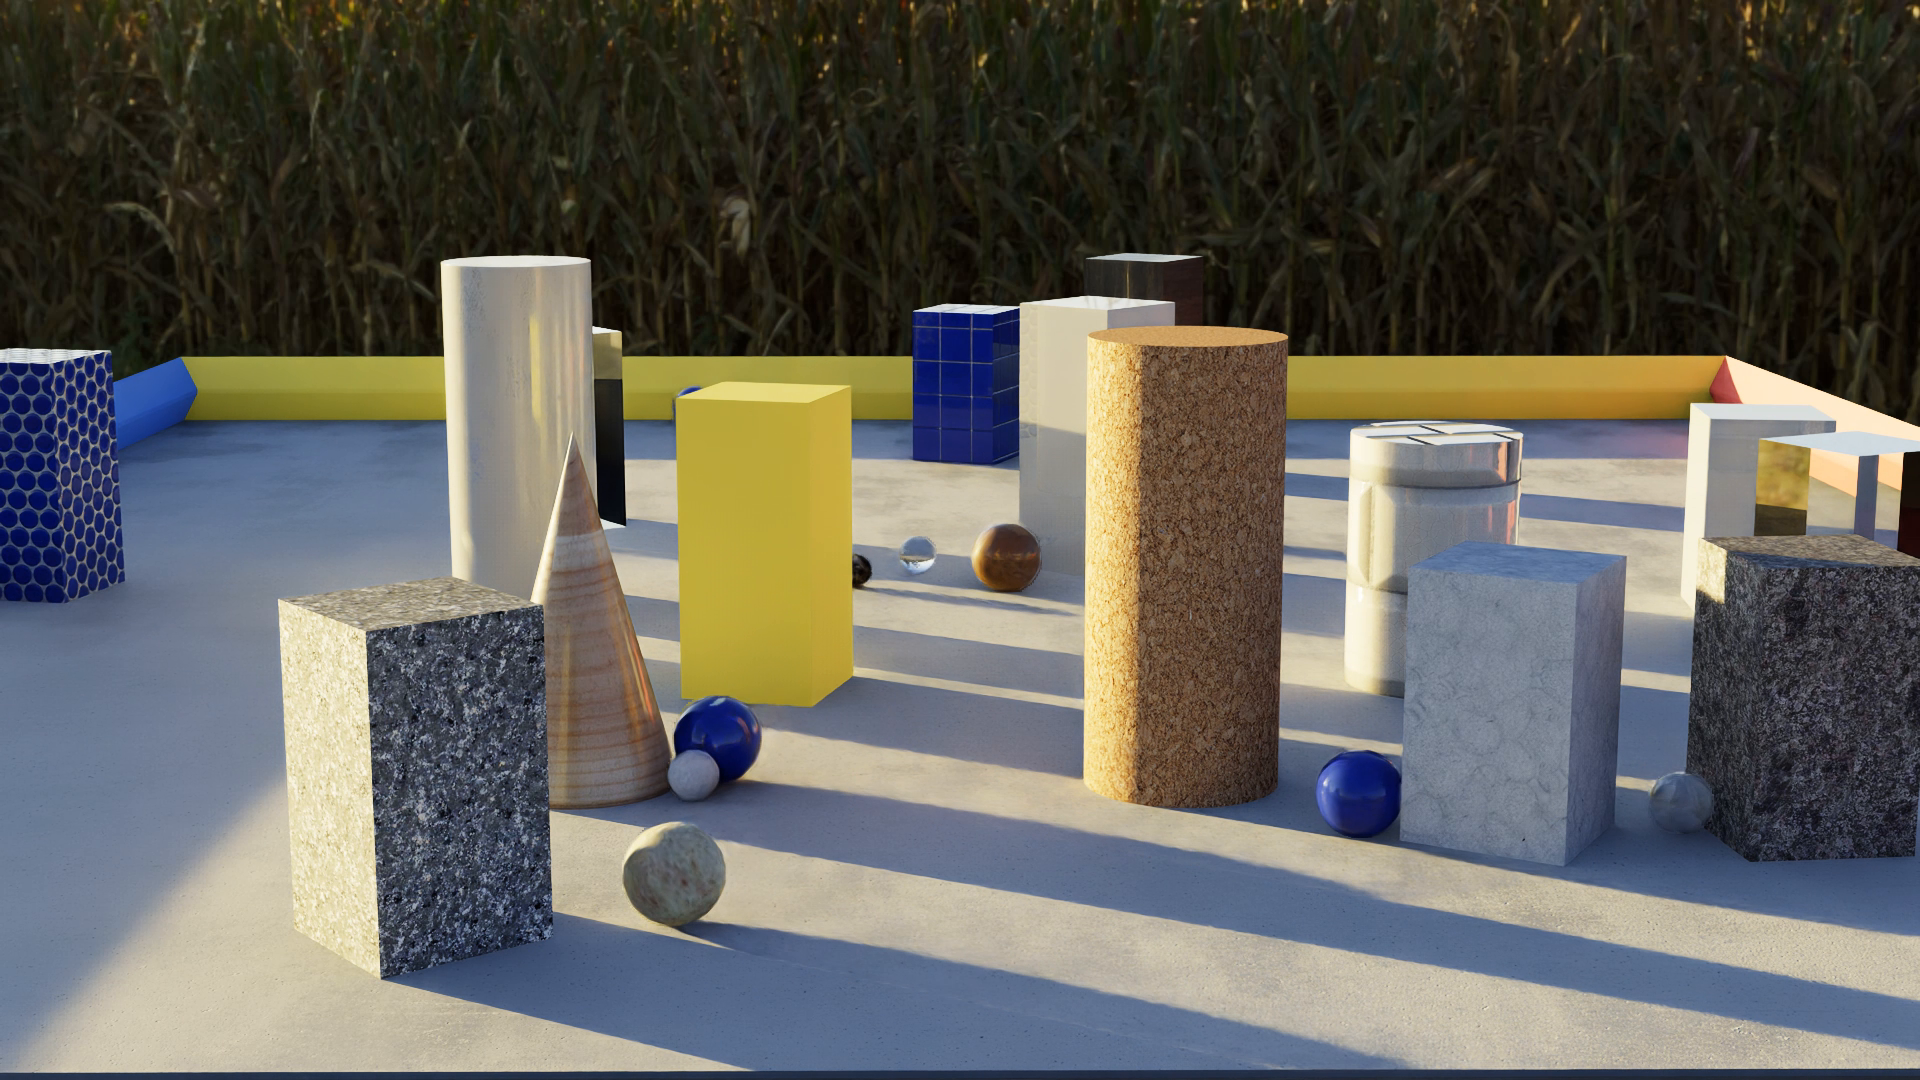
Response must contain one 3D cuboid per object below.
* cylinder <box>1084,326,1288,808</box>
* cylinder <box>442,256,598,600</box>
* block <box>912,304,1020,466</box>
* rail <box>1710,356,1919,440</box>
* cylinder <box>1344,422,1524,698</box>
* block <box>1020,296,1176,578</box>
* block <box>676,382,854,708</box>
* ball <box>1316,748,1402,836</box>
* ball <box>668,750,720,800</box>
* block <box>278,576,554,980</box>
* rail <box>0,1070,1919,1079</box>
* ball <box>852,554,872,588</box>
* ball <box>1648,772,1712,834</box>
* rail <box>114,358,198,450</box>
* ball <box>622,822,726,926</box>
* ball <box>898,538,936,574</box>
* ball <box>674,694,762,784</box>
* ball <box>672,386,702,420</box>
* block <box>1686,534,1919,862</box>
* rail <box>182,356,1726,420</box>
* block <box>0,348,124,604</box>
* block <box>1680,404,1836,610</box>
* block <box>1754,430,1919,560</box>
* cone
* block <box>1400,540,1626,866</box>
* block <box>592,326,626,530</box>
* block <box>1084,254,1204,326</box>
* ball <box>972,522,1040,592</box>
[{"bbox_3d":[0.228,0.022,2.606,0.200,0.460,0.200,0,10,0],"label":"cylinder"},{"bbox_3d":[-0.598,-0.146,3.501,0.200,0.467,0.200,0,10,0],"label":"cylinder"},{"bbox_3d":[0.016,-0.293,4.809,0.160,0.280,0.160,4,11,21],"label":"block"},{"bbox_3d":[1.585,0.032,3.458,0.045,0.130,3.859,0,10,0],"label":"rail"},{"bbox_3d":[0.562,0.021,3.052,0.200,0.300,0.200,0,10,0],"label":"cylinder"},{"bbox_3d":[0.200,-0.153,3.755,0.160,0.388,0.160,9,14,40],"label":"block"},{"bbox_3d":[-0.227,0.001,3.016,0.160,0.353,0.160,3,11,15],"label":"block"},{"bbox_3d":[0.383,0.242,2.456,0.083,0.083,0.083,0,10,0],"label":"ball"},{"bbox_3d":[-0.267,0.236,2.574,0.052,0.052,0.052,0,10,0],"label":"ball"},{"bbox_3d":[-0.457,0.193,2.157,0.160,0.288,0.160,-8,13,-38],"label":"block"},{"bbox_3d":[0.011,0.380,1.574,3.216,0.130,0.045,0,10,0],"label":"rail"},{"bbox_3d":[-0.149,0.044,3.627,0.047,0.047,0.047,0,10,0],"label":"ball"},{"bbox_3d":[0.692,0.252,2.466,0.058,0.058,0.058,0,10,0],"label":"ball"},{"bbox_3d":[-1.585,0.035,3.440,0.045,0.130,3.859,0,10,0],"label":"rail"},{"bbox_3d":[-0.245,0.286,2.201,0.088,0.088,0.088,0,10,0],"label":"ball"},{"bbox_3d":[-0.062,0.022,3.725,0.053,0.053,0.053,0,10,0],"label":"ball"},{"bbox_3d":[-0.249,0.205,2.635,0.091,0.091,0.091,0,10,0],"label":"ball"},{"bbox_3d":[-0.534,-0.264,5.172,0.091,0.091,0.091,0,10,0],"label":"ball"},{"bbox_3d":[0.803,0.146,2.439,0.160,0.277,0.160,-1,11,-6],"label":"block"},{"bbox_3d":[-0.011,-0.313,5.323,3.216,0.130,0.045,0,10,0],"label":"rail"},{"bbox_3d":[-1.291,-0.093,3.584,0.160,0.331,0.160,2,11,12],"label":"block"},{"bbox_3d":[1.075,-0.039,3.462,0.160,0.270,0.160,1,11,6],"label":"block"},{"bbox_3d":[1.078,0.021,3.106,0.160,0.280,0.160,-5,12,-26],"label":"block"},{"bbox_3d":[-0.389,0.069,2.610,0.200,0.366,0.200,0,10,0],"label":"cone"},{"bbox_3d":[0.528,0.151,2.448,0.160,0.265,0.160,6,12,30],"label":"block"},{"bbox_3d":[-0.646,-0.179,4.097,0.160,0.313,0.160,-7,13,-35],"label":"block"},{"bbox_3d":[0.334,-0.323,4.683,0.160,0.384,0.160,6,12,31],"label":"block"},{"bbox_3d":[0.064,0.024,3.596,0.097,0.097,0.097,0,10,0],"label":"ball"}]
